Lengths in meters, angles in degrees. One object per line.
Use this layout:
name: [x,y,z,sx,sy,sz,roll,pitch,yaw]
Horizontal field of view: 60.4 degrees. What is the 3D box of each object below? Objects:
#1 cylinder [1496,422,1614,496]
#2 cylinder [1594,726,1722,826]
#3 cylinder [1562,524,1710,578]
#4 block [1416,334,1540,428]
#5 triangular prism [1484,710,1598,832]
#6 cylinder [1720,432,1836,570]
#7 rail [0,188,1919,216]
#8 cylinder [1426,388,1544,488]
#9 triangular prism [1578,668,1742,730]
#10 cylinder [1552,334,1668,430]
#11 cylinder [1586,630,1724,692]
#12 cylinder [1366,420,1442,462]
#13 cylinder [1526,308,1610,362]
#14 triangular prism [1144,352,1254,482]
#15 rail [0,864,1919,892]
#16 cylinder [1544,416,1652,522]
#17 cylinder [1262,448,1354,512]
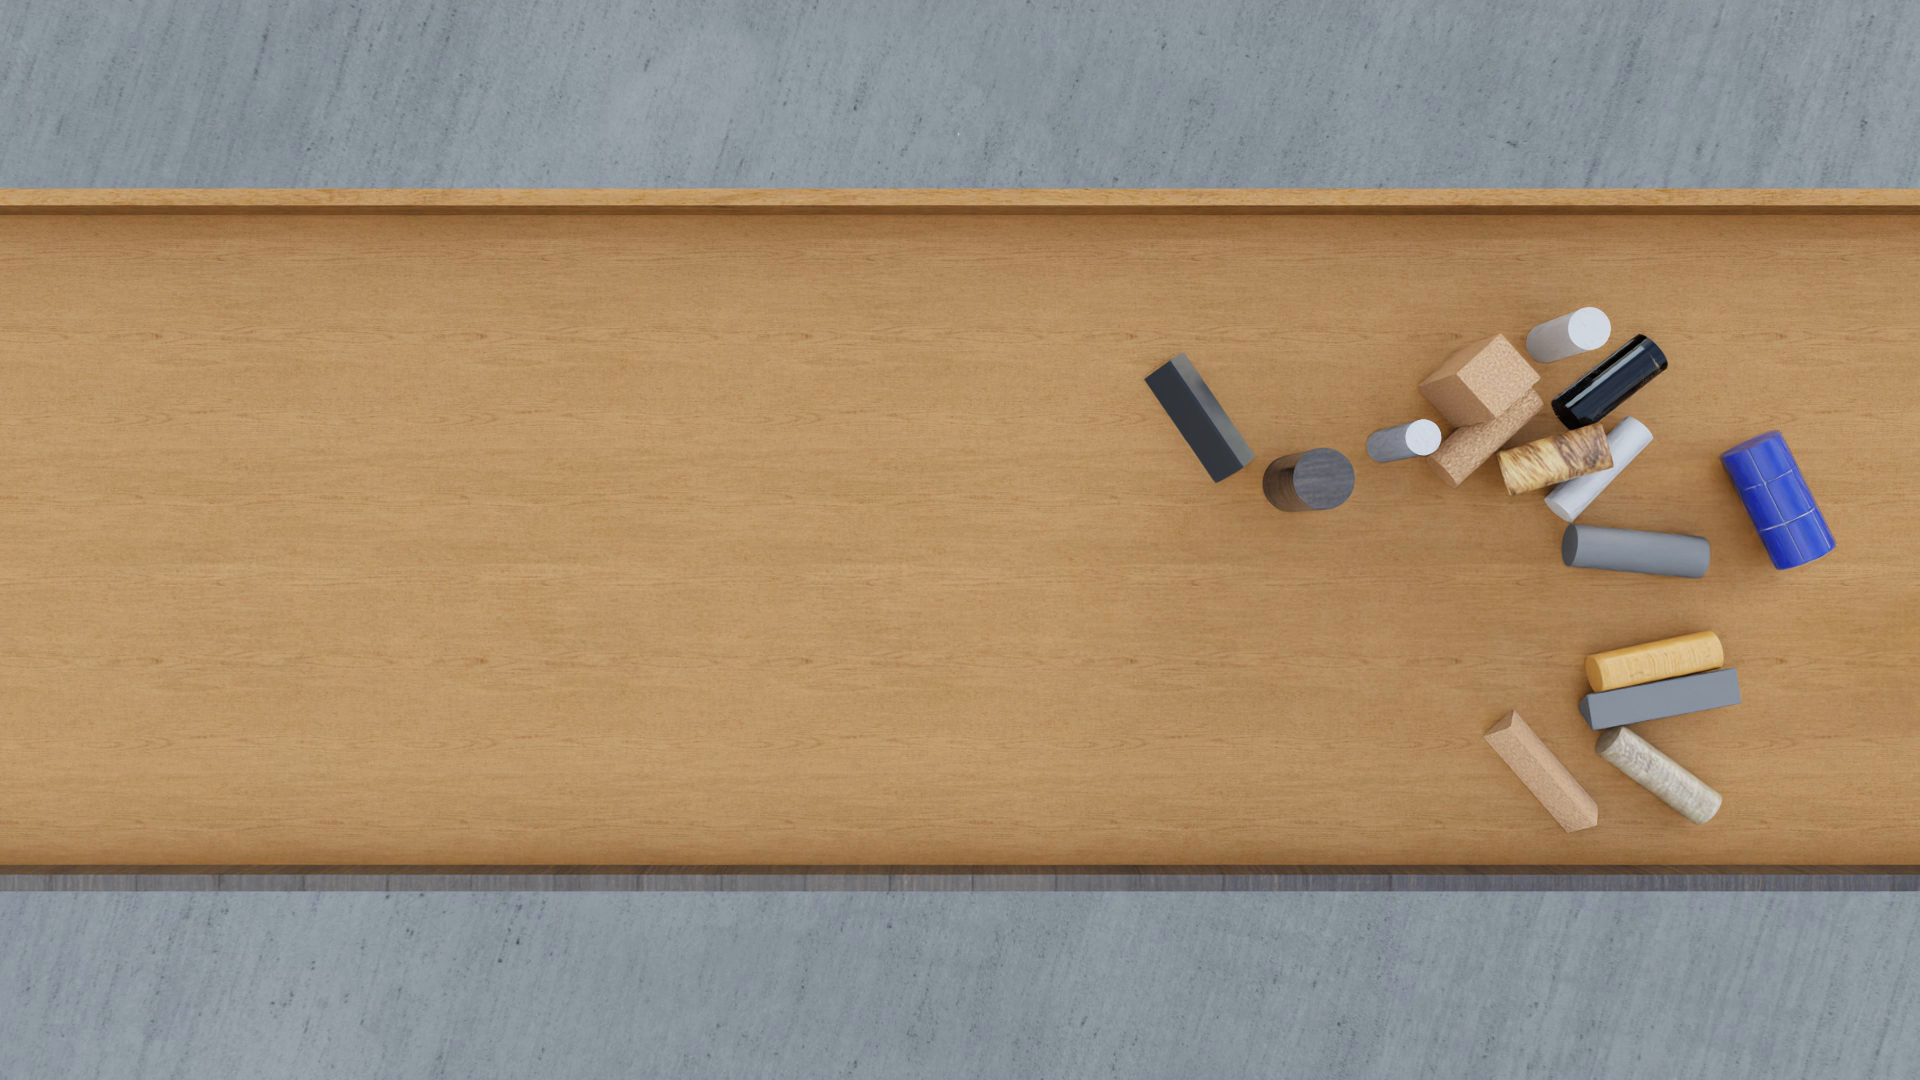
cylinder: [1.787,-0.242,4.961,0.308,0.142,0.142,-17,90,18]
cylinder: [2.124,0.710,5.018,0.372,0.118,0.118,36,90,0]
cylinder: [2.051,0.034,5.012,0.399,0.129,0.129,6,90,0]
block: [1.526,-0.465,4.875,0.171,0.404,0.171,-42,90,0]
triangular prism: [1.785,0.711,5.020,0.124,0.107,0.394,-41,90,0]
cylinder: [2.471,-0.119,4.988,0.177,0.177,0.381,-27,90,0]
rail: [-2.247,-1.025,5.002,12.000,0.150,0.050,0,90,0]
cylinder: [1.595,-0.326,5.013,0.357,0.127,0.127,-42,90,0]
triangular prism: [2.124,0.466,5.004,0.456,0.111,0.096,-10,124,0]
cylinder: [1.972,-0.472,5.009,0.324,0.135,0.135,-38,90,0]
cylinder: [2.110,0.371,5.016,0.372,0.120,0.120,-12,90,0]
cylinder: [1.301,-0.288,4.854,0.100,0.445,0.100,0,90,0]
cylinder: [1.803,-0.606,4.901,0.122,0.351,0.122,0,90,0]
triangular prism: [0.737,-0.376,5.010,0.146,0.126,0.390,-34,90,0]
rail: [-2.247,1.025,5.001,12.000,0.150,0.050,0,90,0]
cylinder: [1.945,-0.216,5.024,0.106,0.106,0.349,44,90,0]
cylinder: [1.021,-0.173,4.858,0.175,0.434,0.175,0,90,-1]
